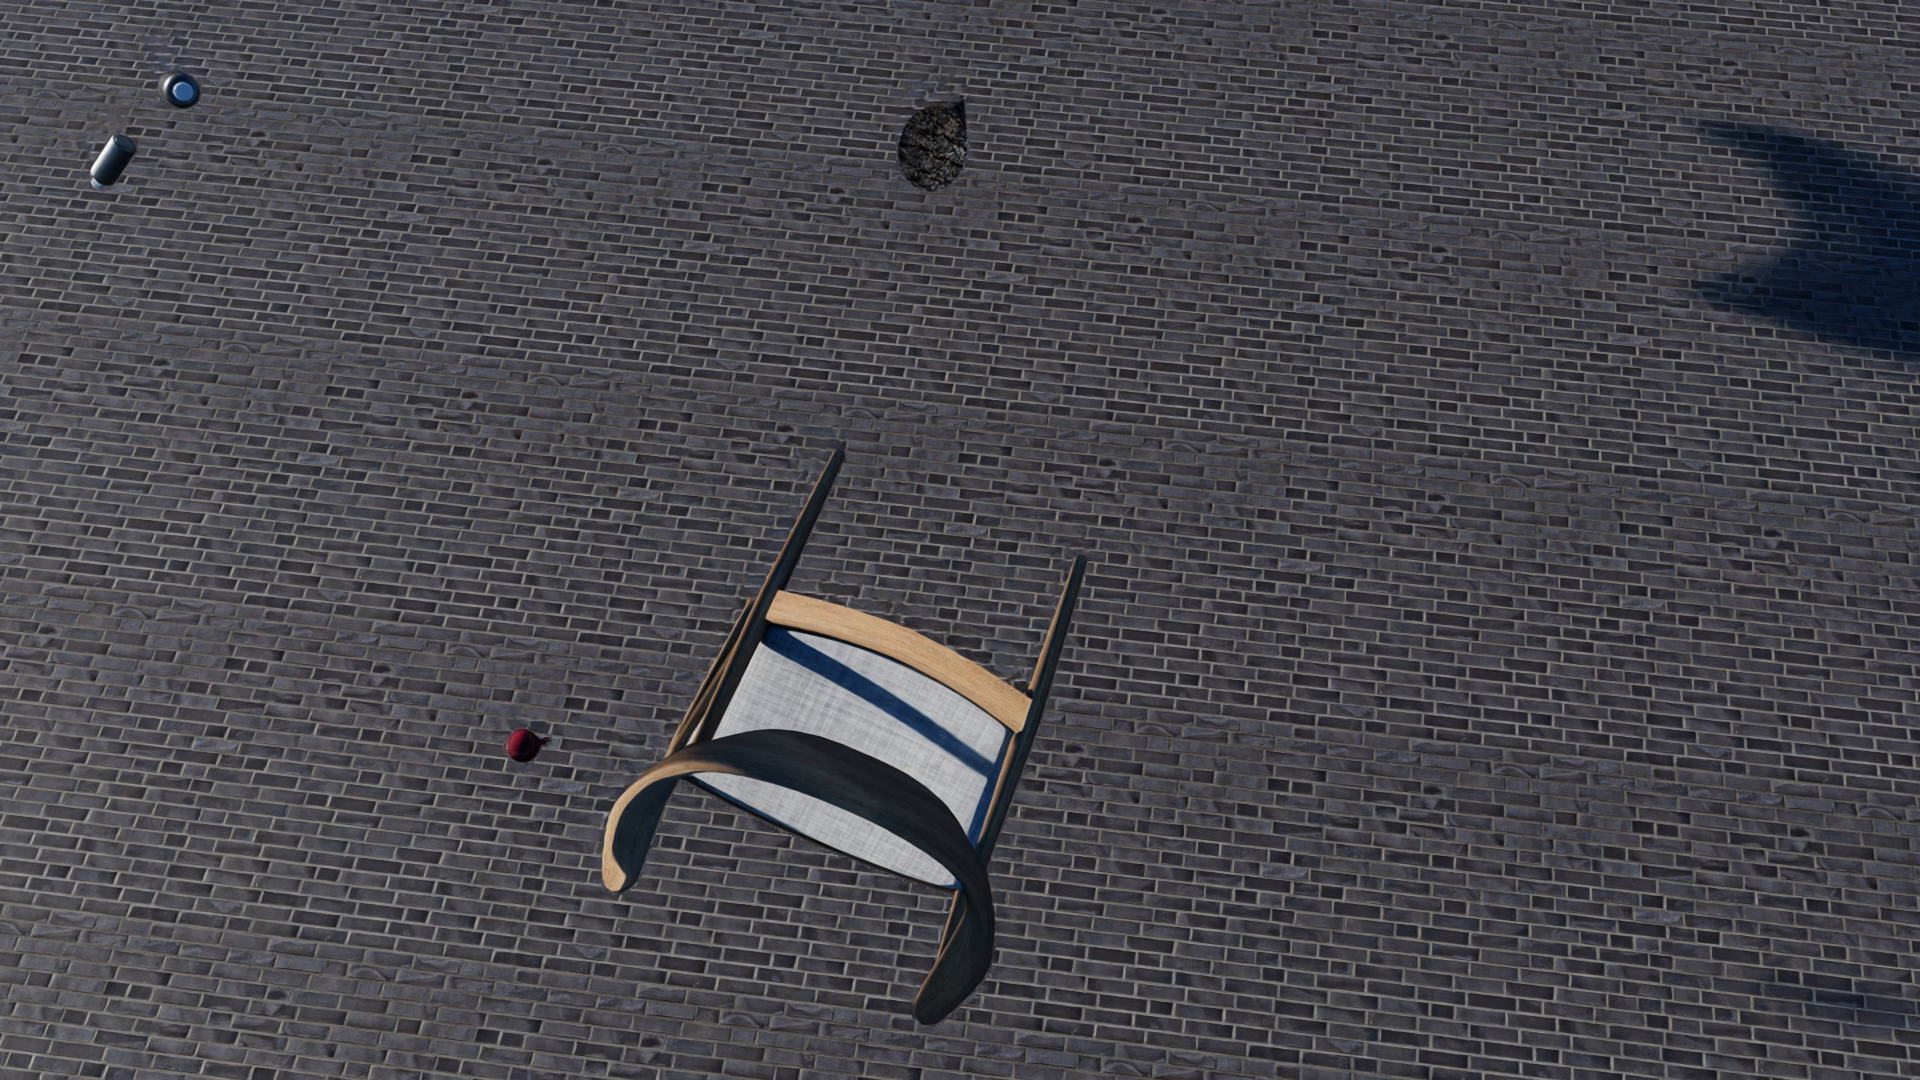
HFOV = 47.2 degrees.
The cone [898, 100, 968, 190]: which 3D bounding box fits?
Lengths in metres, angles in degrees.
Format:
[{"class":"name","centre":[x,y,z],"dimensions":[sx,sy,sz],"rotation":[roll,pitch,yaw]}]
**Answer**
[{"class":"cone","centre":[-0.022,-0.805,4.252],"dimensions":[0.133,0.215,0.171],"rotation":[27,51,0]}]
